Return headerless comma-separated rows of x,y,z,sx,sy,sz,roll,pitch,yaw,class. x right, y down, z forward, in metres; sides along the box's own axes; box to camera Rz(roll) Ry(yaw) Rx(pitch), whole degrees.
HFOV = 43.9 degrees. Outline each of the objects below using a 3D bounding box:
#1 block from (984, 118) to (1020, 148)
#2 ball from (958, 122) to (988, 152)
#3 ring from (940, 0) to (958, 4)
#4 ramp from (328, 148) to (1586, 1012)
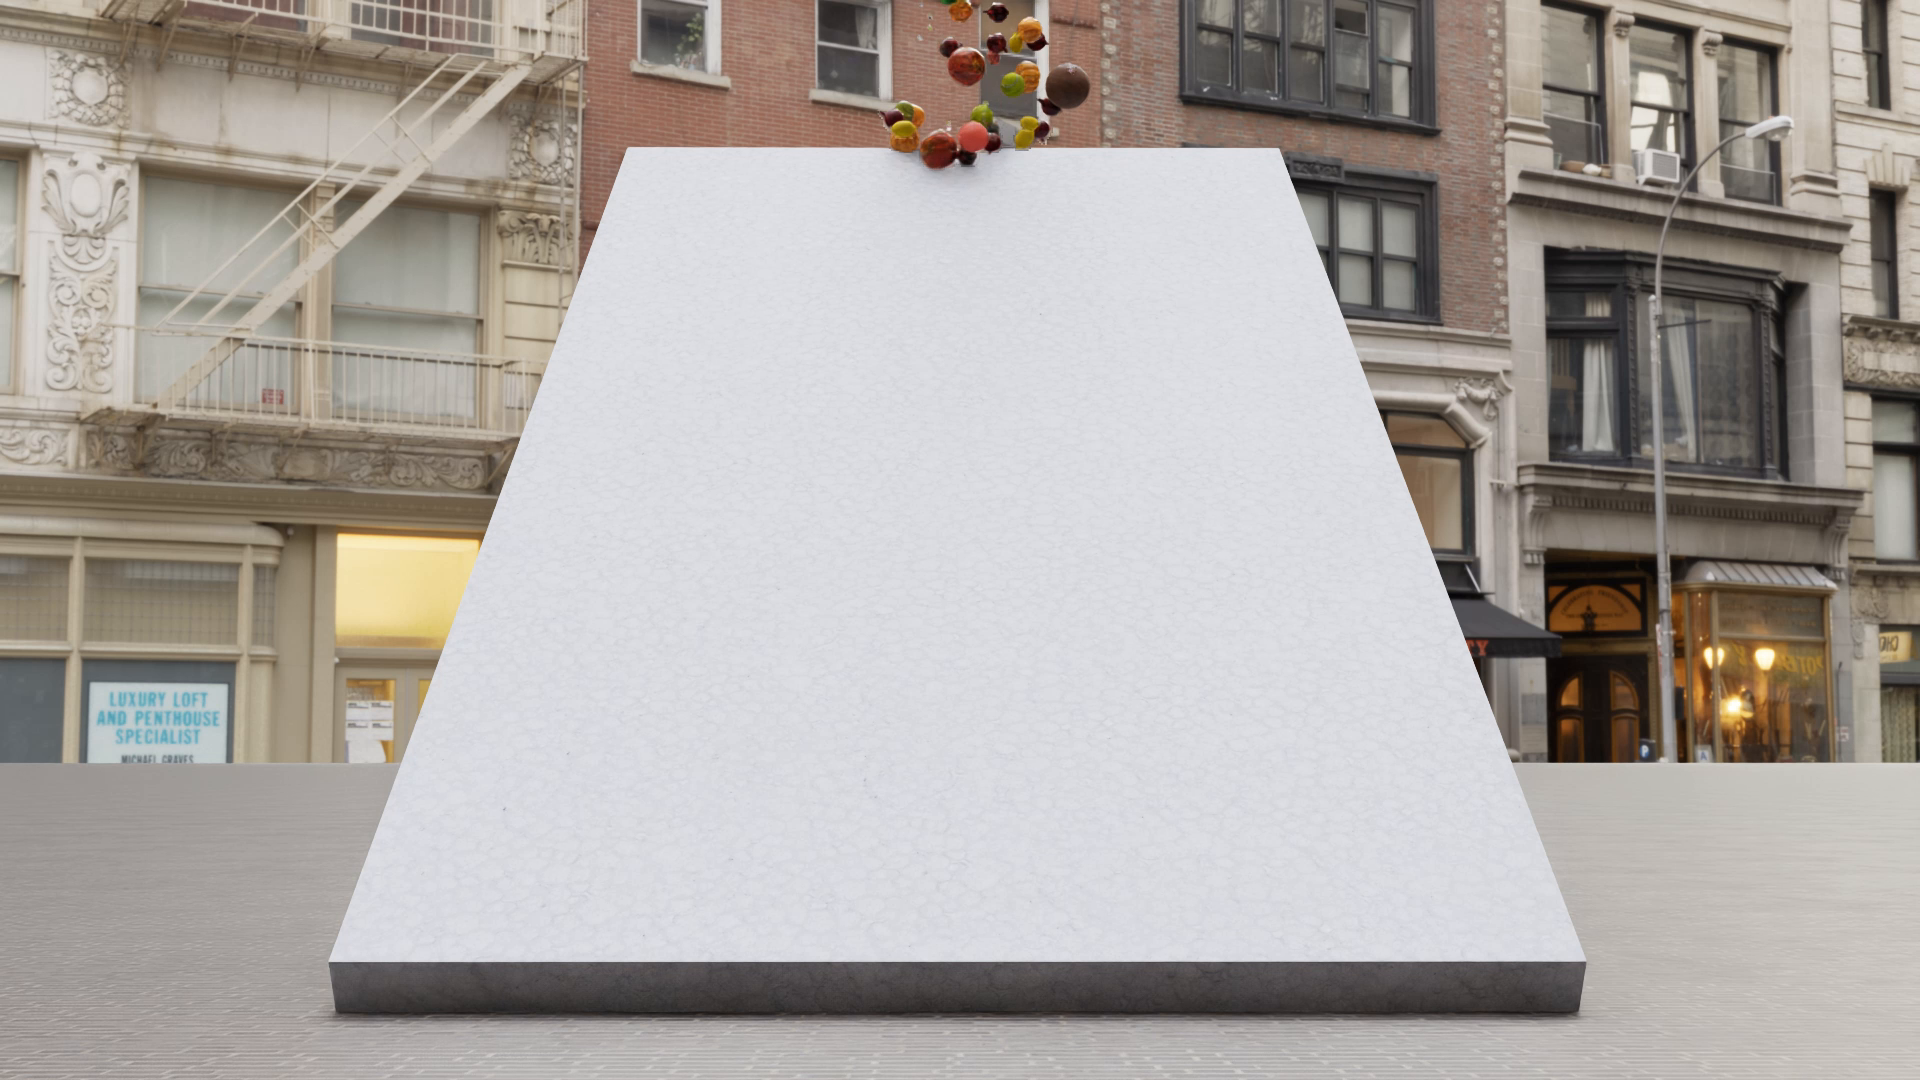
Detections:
0.125,-1.233,7.356,0.081,0.081,0.081,20,-33,-33,block
0.038,-1.200,7.099,0.090,0.090,0.090,0,-5,0,ball
-0.003,-1.690,7.314,0.140,0.047,0.140,-27,21,11,ring
-0.011,-0.223,5.580,2.000,0.100,4.000,0,28,0,ramp
